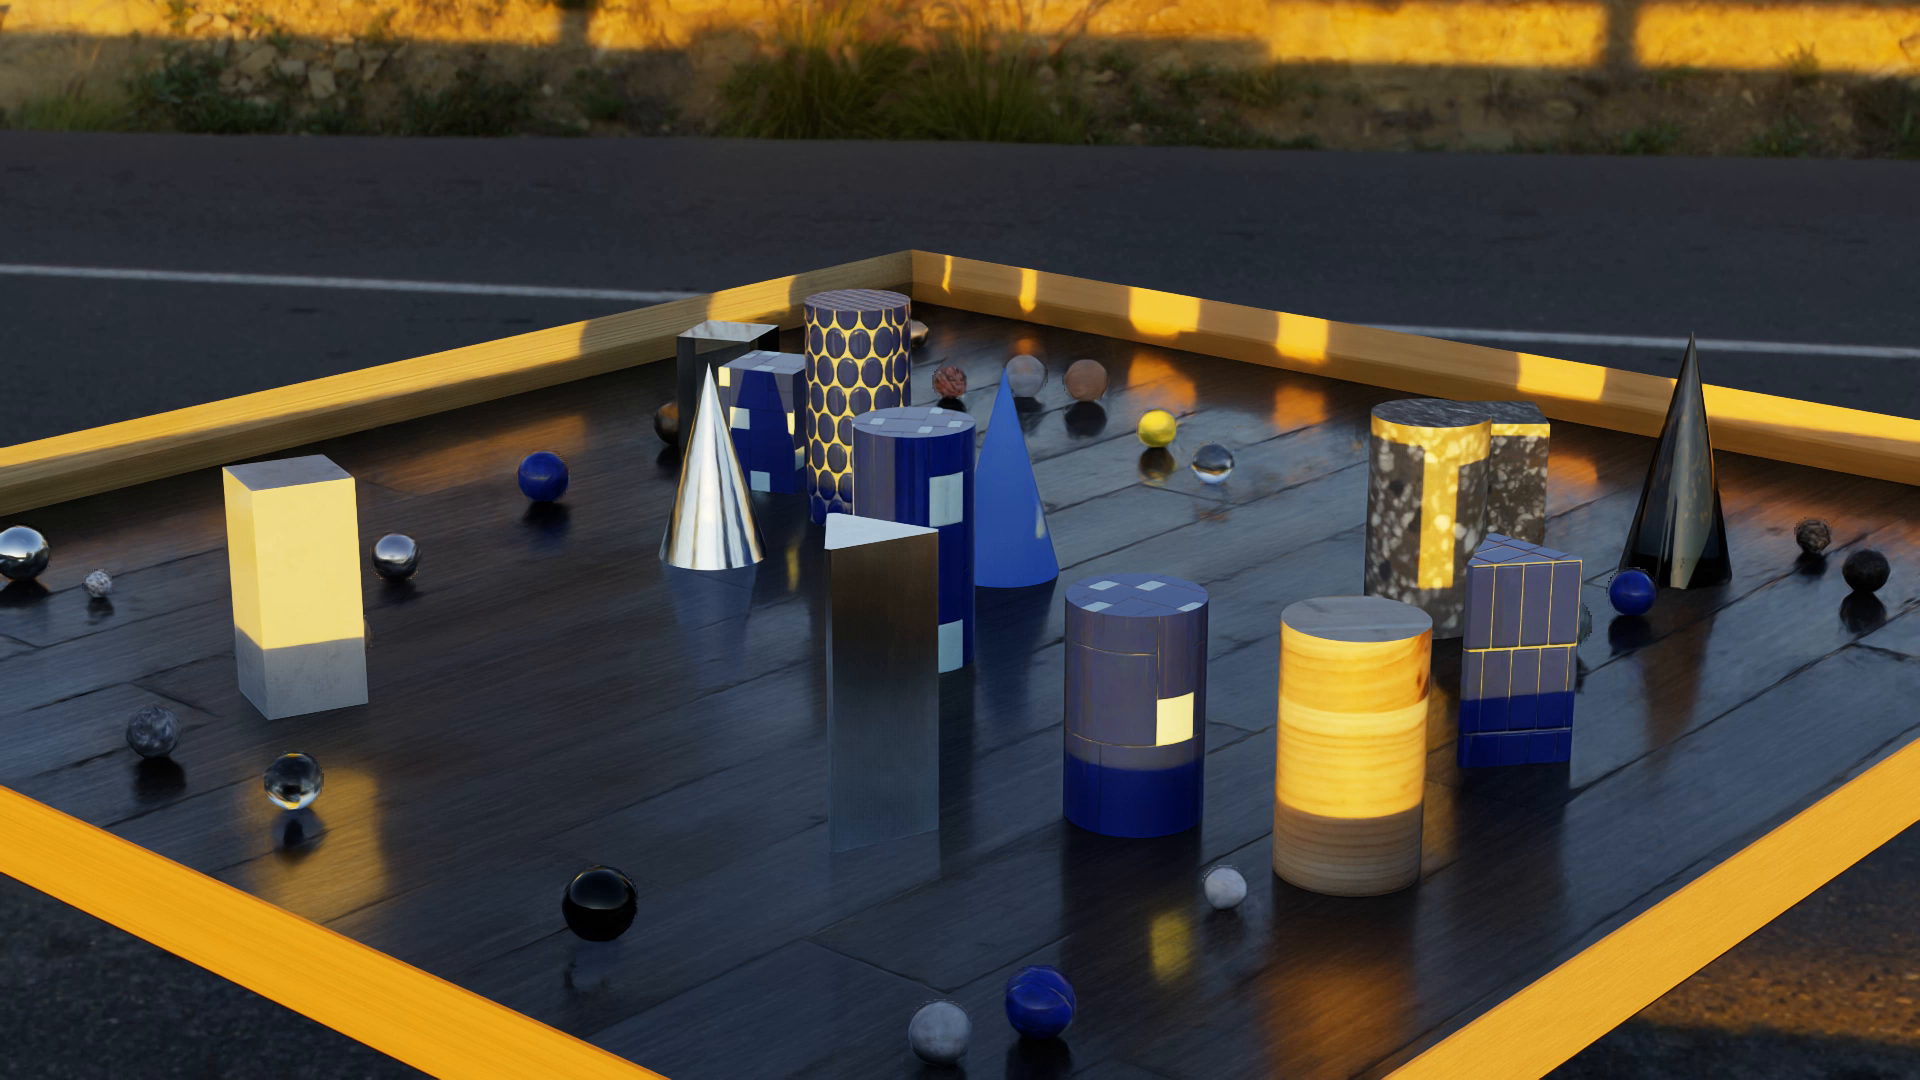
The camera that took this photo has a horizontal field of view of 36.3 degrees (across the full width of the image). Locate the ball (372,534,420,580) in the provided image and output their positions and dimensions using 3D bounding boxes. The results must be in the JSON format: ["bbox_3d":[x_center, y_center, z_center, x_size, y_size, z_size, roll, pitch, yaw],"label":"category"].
[{"bbox_3d":[-1.002,0.030,5.209,0.085,0.085,0.085,0,17,0],"label":"ball"}]

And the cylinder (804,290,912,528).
[{"bbox_3d":[-0.192,-0.248,5.553,0.200,0.420,0.200,0,17,0],"label":"cylinder"}]

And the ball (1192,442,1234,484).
[{"bbox_3d":[0.502,-0.151,5.817,0.082,0.082,0.082,0,17,0],"label":"ball"}]

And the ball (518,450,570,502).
[{"bbox_3d":[-0.809,-0.123,5.693,0.100,0.100,0.100,0,17,0],"label":"ball"}]

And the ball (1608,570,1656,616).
[{"bbox_3d":[1.151,0.091,5.018,0.079,0.079,0.079,0,17,0],"label":"ball"}]

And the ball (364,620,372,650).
[{"bbox_3d":[-1.004,0.157,4.795,0.081,0.081,0.081,0,17,0],"label":"ball"}]

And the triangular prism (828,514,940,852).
[{"bbox_3d":[-0.141,0.190,4.072,0.173,0.435,0.150,-10,19,-30],"label":"triangular prism"}]

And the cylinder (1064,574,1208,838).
[{"bbox_3d":[0.246,0.231,4.129,0.200,0.323,0.200,0,17,0],"label":"cylinder"}]

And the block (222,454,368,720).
[{"bbox_3d":[-1.038,0.071,4.582,0.160,0.367,0.160,-9,19,-28],"label":"block"}]

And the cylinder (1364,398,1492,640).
[{"bbox_3d":[0.787,-0.038,4.949,0.200,0.365,0.200,0,17,0],"label":"cylinder"}]

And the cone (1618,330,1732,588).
[{"bbox_3d":[1.285,-0.156,5.204,0.200,0.445,0.200,0,17,0],"label":"cone"}]

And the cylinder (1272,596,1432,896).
[{"bbox_3d":[0.525,0.274,3.930,0.200,0.355,0.200,0,17,0],"label":"cylinder"}]

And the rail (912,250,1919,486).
[{"bbox_3d":[1.150,-0.349,6.388,3.414,0.130,0.045,14,22,39],"label":"rail"}]

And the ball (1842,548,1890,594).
[{"bbox_3d":[1.589,0.054,5.141,0.079,0.079,0.079,0,17,0],"label":"ball"}]

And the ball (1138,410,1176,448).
[{"bbox_3d":[0.410,-0.230,6.084,0.079,0.079,0.079,0,17,0],"label":"ball"}]

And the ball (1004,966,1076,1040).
[{"bbox_3d":[0.095,0.550,3.482,0.085,0.085,0.085,0,17,0],"label":"ball"}]

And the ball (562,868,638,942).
[{"bbox_3d":[-0.460,0.466,3.745,0.095,0.095,0.095,0,17,0],"label":"ball"}]

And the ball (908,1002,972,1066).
[{"bbox_3d":[-0.023,0.576,3.415,0.075,0.075,0.075,0,17,0],"label":"ball"}]

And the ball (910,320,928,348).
[{"bbox_3d":[-0.108,-0.489,6.964,0.067,0.067,0.067,0,17,0],"label":"ball"}]

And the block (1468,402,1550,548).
[{"bbox_3d":[0.931,-0.070,5.140,0.160,0.316,0.160,0,17,1],"label":"block"}]

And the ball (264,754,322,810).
[{"bbox_3d":[-0.950,0.344,4.175,0.081,0.081,0.081,0,17,0],"label":"ball"}]

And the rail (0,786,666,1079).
[{"bbox_3d":[-1.150,0.415,3.851,3.414,0.130,0.045,14,22,39],"label":"rail"}]

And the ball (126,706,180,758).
[{"bbox_3d":[-1.201,0.287,4.369,0.078,0.078,0.078,0,17,0],"label":"ball"}]

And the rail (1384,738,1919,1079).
[{"bbox_3d":[1.271,0.351,4.063,0.045,0.130,3.557,14,22,39],"label":"rail"}]

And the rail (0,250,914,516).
[{"bbox_3d":[-1.271,-0.286,6.176,0.045,0.130,3.557,14,22,39],"label":"rail"}]

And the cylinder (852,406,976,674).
[{"bbox_3d":[-0.075,0.000,4.770,0.200,0.396,0.200,0,17,0],"label":"cylinder"}]

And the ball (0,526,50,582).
[{"bbox_3d":[-1.667,0.024,5.206,0.099,0.099,0.099,0,17,0],"label":"ball"}]

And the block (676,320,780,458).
[{"bbox_3d":[-0.474,-0.305,6.026,0.160,0.256,0.160,6,18,18],"label":"block"}]

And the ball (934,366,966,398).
[{"bbox_3d":[-0.020,-0.349,6.492,0.072,0.072,0.072,0,17,0],"label":"ball"}]

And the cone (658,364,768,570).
[{"bbox_3d":[-0.452,-0.147,5.322,0.200,0.359,0.200,0,17,0],"label":"cone"}]

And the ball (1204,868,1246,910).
[{"bbox_3d":[0.348,0.457,3.842,0.055,0.055,0.055,0,17,0],"label":"ball"}]

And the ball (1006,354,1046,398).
[{"bbox_3d":[0.144,-0.364,6.502,0.094,0.094,0.094,0,17,0],"label":"ball"}]

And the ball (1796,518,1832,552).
[{"bbox_3d":[1.564,-0.008,5.374,0.062,0.062,0.062,0,17,0],"label":"ball"}]

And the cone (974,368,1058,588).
[{"bbox_3d":[0.079,-0.125,5.219,0.200,0.375,0.200,0,17,0],"label":"cone"}]

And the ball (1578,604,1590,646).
[{"bbox_3d":[0.996,0.139,4.843,0.089,0.089,0.089,0,17,0],"label":"ball"}]

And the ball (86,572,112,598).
[{"bbox_3d":[-1.505,0.077,5.121,0.045,0.045,0.045,0,17,0],"label":"ball"}]

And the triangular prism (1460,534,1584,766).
[{"bbox_3d":[0.812,0.161,4.380,0.173,0.313,0.150,-3,17,-9],"label":"triangular prism"}]

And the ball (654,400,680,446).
[{"bbox_3d":[-0.589,-0.243,6.099,0.092,0.092,0.092,0,17,0],"label":"ball"}]

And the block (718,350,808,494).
[{"bbox_3d":[-0.368,-0.235,5.818,0.160,0.242,0.160,7,18,21],"label":"block"}]

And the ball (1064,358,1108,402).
[{"bbox_3d":[0.279,-0.351,6.457,0.095,0.095,0.095,0,17,0],"label":"ball"}]
